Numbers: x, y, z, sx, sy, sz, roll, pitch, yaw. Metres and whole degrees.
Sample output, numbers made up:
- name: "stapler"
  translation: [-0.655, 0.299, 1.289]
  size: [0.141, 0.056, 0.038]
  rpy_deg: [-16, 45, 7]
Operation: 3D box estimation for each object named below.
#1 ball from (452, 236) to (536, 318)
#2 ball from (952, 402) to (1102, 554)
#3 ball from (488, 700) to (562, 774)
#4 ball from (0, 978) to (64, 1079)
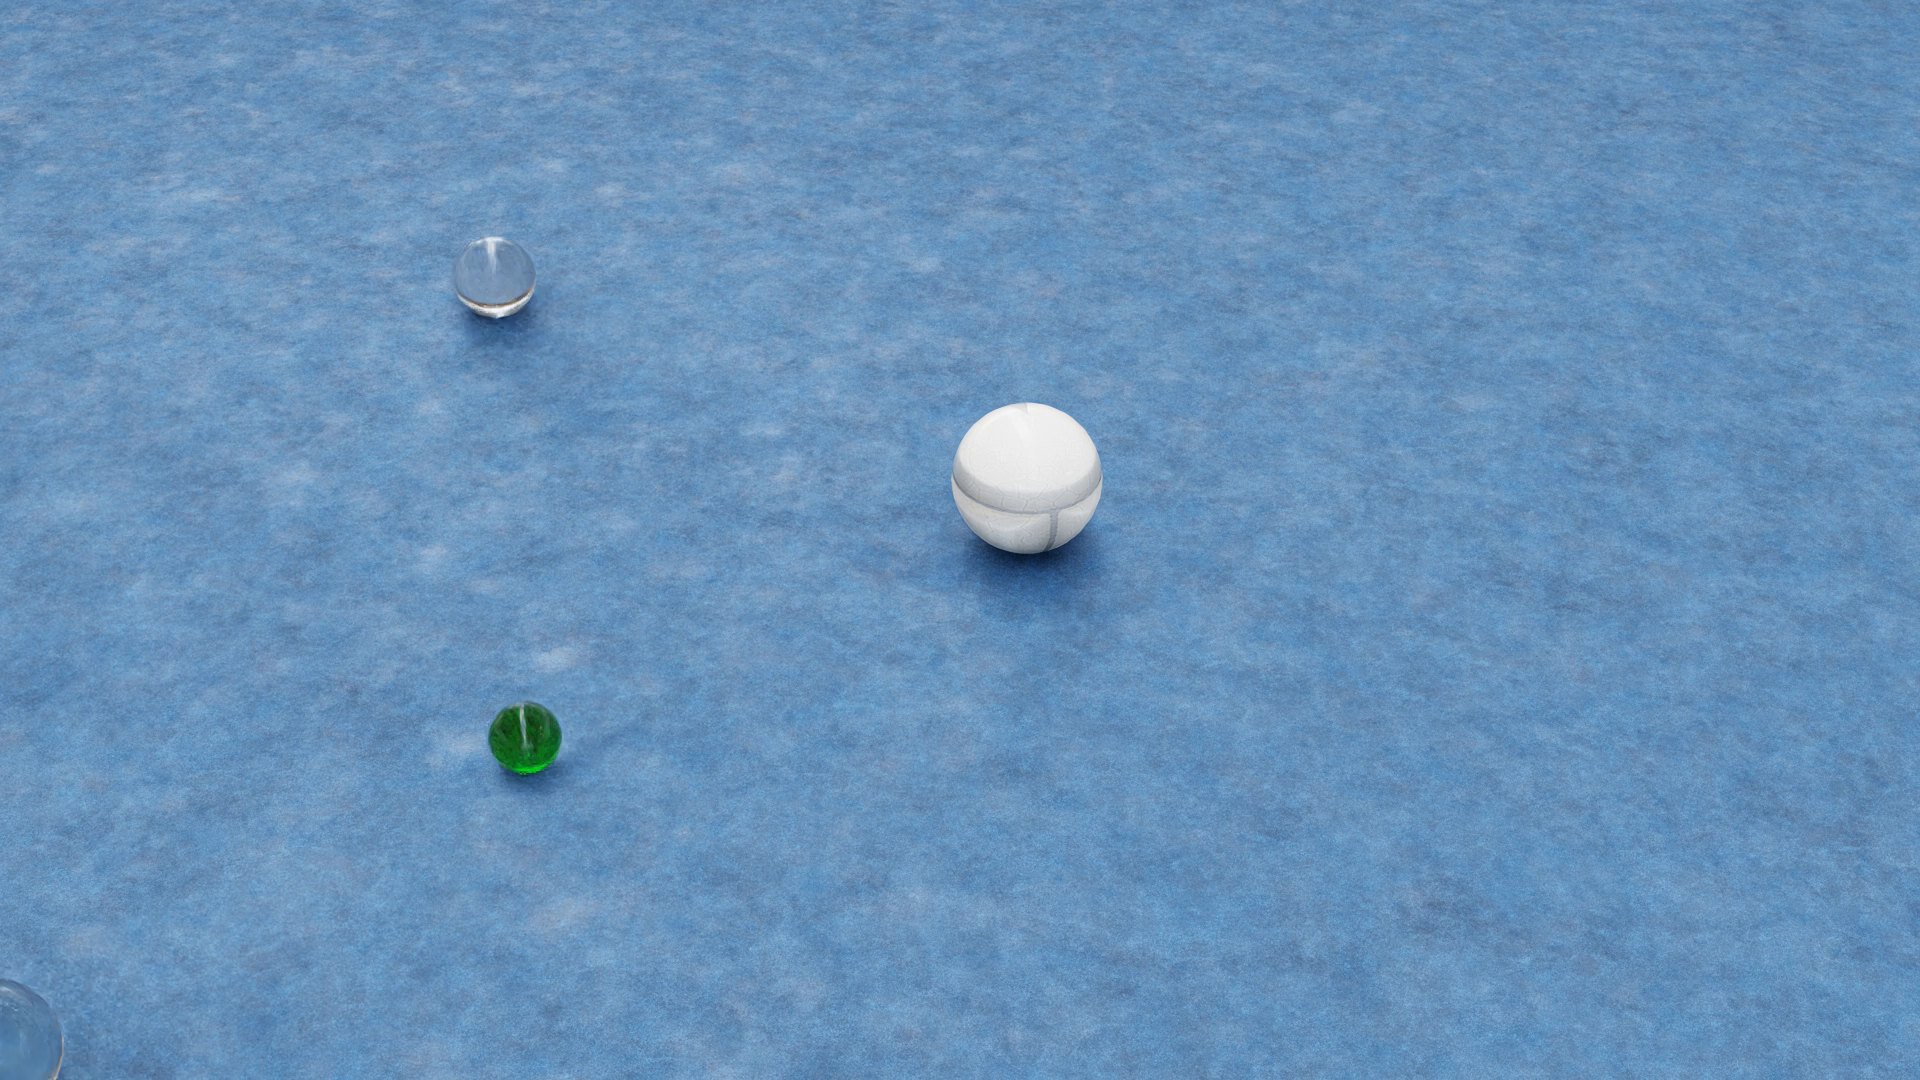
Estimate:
- name: "ball"
  translation: [-0.327, -0.185, 1.803]
  size: [0.057, 0.057, 0.057]
  rpy_deg: [0, 37, 0]
- name: "ball"
  translation: [0.041, -0.038, 1.577]
  size: [0.093, 0.093, 0.093]
  rpy_deg: [0, 37, 0]
- name: "ball"
  translation: [-0.241, 0.109, 1.424]
  size: [0.040, 0.040, 0.040]
  rpy_deg: [0, 37, 0]
- name: "ball"
  translation: [-0.463, 0.243, 1.220]
  size: [0.070, 0.070, 0.070]
  rpy_deg: [0, 37, 0]
